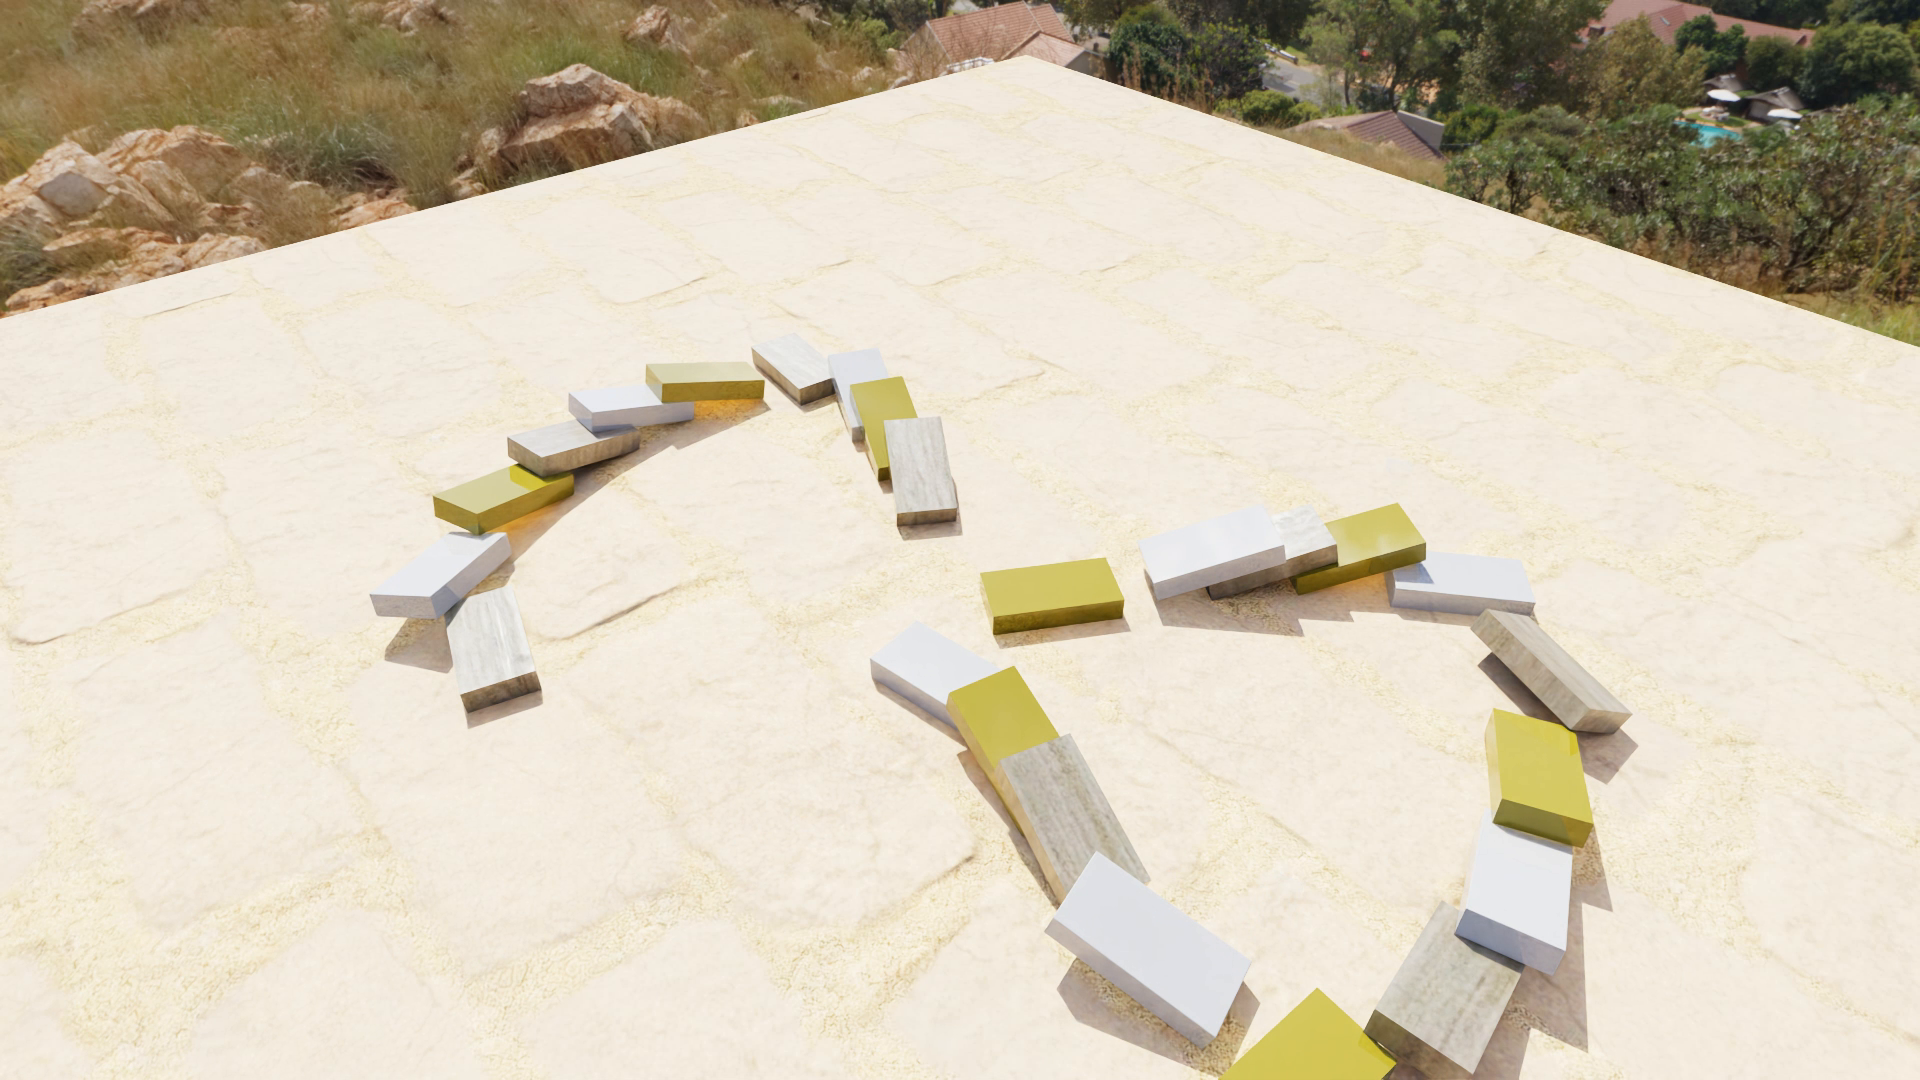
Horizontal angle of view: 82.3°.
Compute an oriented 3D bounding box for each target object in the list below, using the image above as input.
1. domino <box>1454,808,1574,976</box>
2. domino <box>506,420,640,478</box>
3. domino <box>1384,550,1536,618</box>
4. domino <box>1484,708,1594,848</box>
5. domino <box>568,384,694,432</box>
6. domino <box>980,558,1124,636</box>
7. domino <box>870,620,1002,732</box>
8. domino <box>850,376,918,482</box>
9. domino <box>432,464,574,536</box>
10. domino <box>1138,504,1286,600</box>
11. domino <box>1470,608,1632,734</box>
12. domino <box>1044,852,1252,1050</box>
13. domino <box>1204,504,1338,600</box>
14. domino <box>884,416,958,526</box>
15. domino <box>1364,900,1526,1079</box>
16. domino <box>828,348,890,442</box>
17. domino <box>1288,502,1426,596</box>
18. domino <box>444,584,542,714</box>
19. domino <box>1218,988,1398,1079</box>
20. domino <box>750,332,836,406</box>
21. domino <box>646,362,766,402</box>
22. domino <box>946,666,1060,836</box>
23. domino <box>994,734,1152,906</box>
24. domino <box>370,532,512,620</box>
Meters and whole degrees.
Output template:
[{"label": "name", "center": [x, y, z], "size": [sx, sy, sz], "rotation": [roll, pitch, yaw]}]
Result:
[{"label": "domino", "center": [0.159, 0.099, 0.314], "size": [0.025, 0.009, 0.050], "rotation": [20, 30, 23]}, {"label": "domino", "center": [-0.170, -0.043, 0.487], "size": [0.025, 0.010, 0.050], "rotation": [27, 33, 29]}, {"label": "domino", "center": [0.191, 0.017, 0.423], "size": [0.050, 0.010, 0.025], "rotation": [6, 40, 7]}, {"label": "domino", "center": [0.181, 0.073, 0.345], "size": [0.025, 0.010, 0.050], "rotation": [14, 29, 16]}, {"label": "domino", "center": [-0.151, -0.062, 0.508], "size": [0.050, 0.010, 0.025], "rotation": [-14, 36, -39]}, {"label": "domino", "center": [0.034, 0.021, 0.418], "size": [0.050, 0.010, 0.025], "rotation": [-7, 40, -8]}, {"label": "domino", "center": [-0.004, 0.049, 0.384], "size": [0.050, 0.010, 0.025], "rotation": [27, 47, 29]}, {"label": "domino", "center": [-0.031, -0.051, 0.494], "size": [0.025, 0.010, 0.050], "rotation": [-12, 57, -14]}, {"label": "domino", "center": [-0.189, -0.019, 0.457], "size": [0.025, 0.009, 0.050], "rotation": [19, 30, 22]}, {"label": "domino", "center": [0.096, 0.004, 0.422], "size": [0.050, 0.010, 0.025], "rotation": [-17, 40, 5]}, {"label": "domino", "center": [0.204, 0.045, 0.381], "size": [0.025, 0.010, 0.050], "rotation": [10, 33, -30]}, {"label": "domino", "center": [0.051, 0.111, 0.299], "size": [0.050, 0.010, 0.025], "rotation": [33, 48, 15]}, {"label": "domino", "center": [0.117, 0.005, 0.427], "size": [0.050, 0.010, 0.025], "rotation": [-18, 40, 4]}, {"label": "domino", "center": [-0.017, -0.030, 0.469], "size": [0.025, 0.009, 0.050], "rotation": [-5, 56, -7]}, {"label": "domino", "center": [0.129, 0.119, 0.290], "size": [0.025, 0.010, 0.050], "rotation": [29, 36, 30]}, {"label": "domino", "center": [-0.045, -0.069, 0.520], "size": [0.025, 0.009, 0.050], "rotation": [-11, 53, -13]}, {"label": "domino", "center": [0.152, 0.003, 0.429], "size": [0.050, 0.009, 0.025], "rotation": [-16, 40, 4]}, {"label": "domino", "center": [-0.169, 0.038, 0.397], "size": [0.025, 0.009, 0.050], "rotation": [-18, 42, -20]}, {"label": "domino", "center": [0.083, 0.138, 0.275], "size": [0.050, 0.010, 0.025], "rotation": [-26, 46, -29]}, {"label": "domino", "center": [-0.081, -0.086, 0.548], "size": [0.025, 0.010, 0.050], "rotation": [-24, 45, -27]}, {"label": "domino", "center": [-0.121, -0.076, 0.525], "size": [0.050, 0.010, 0.025], "rotation": [-7, 32, -31]}, {"label": "domino", "center": [0.019, 0.067, 0.353], "size": [0.025, 0.010, 0.050], "rotation": [-20, 58, -23]}, {"label": "domino", "center": [0.033, 0.085, 0.328], "size": [0.025, 0.010, 0.050], "rotation": [-17, 58, -21]}, {"label": "domino", "center": [-0.196, 0.013, 0.419], "size": [0.025, 0.010, 0.050], "rotation": [2, 28, 11]}]
